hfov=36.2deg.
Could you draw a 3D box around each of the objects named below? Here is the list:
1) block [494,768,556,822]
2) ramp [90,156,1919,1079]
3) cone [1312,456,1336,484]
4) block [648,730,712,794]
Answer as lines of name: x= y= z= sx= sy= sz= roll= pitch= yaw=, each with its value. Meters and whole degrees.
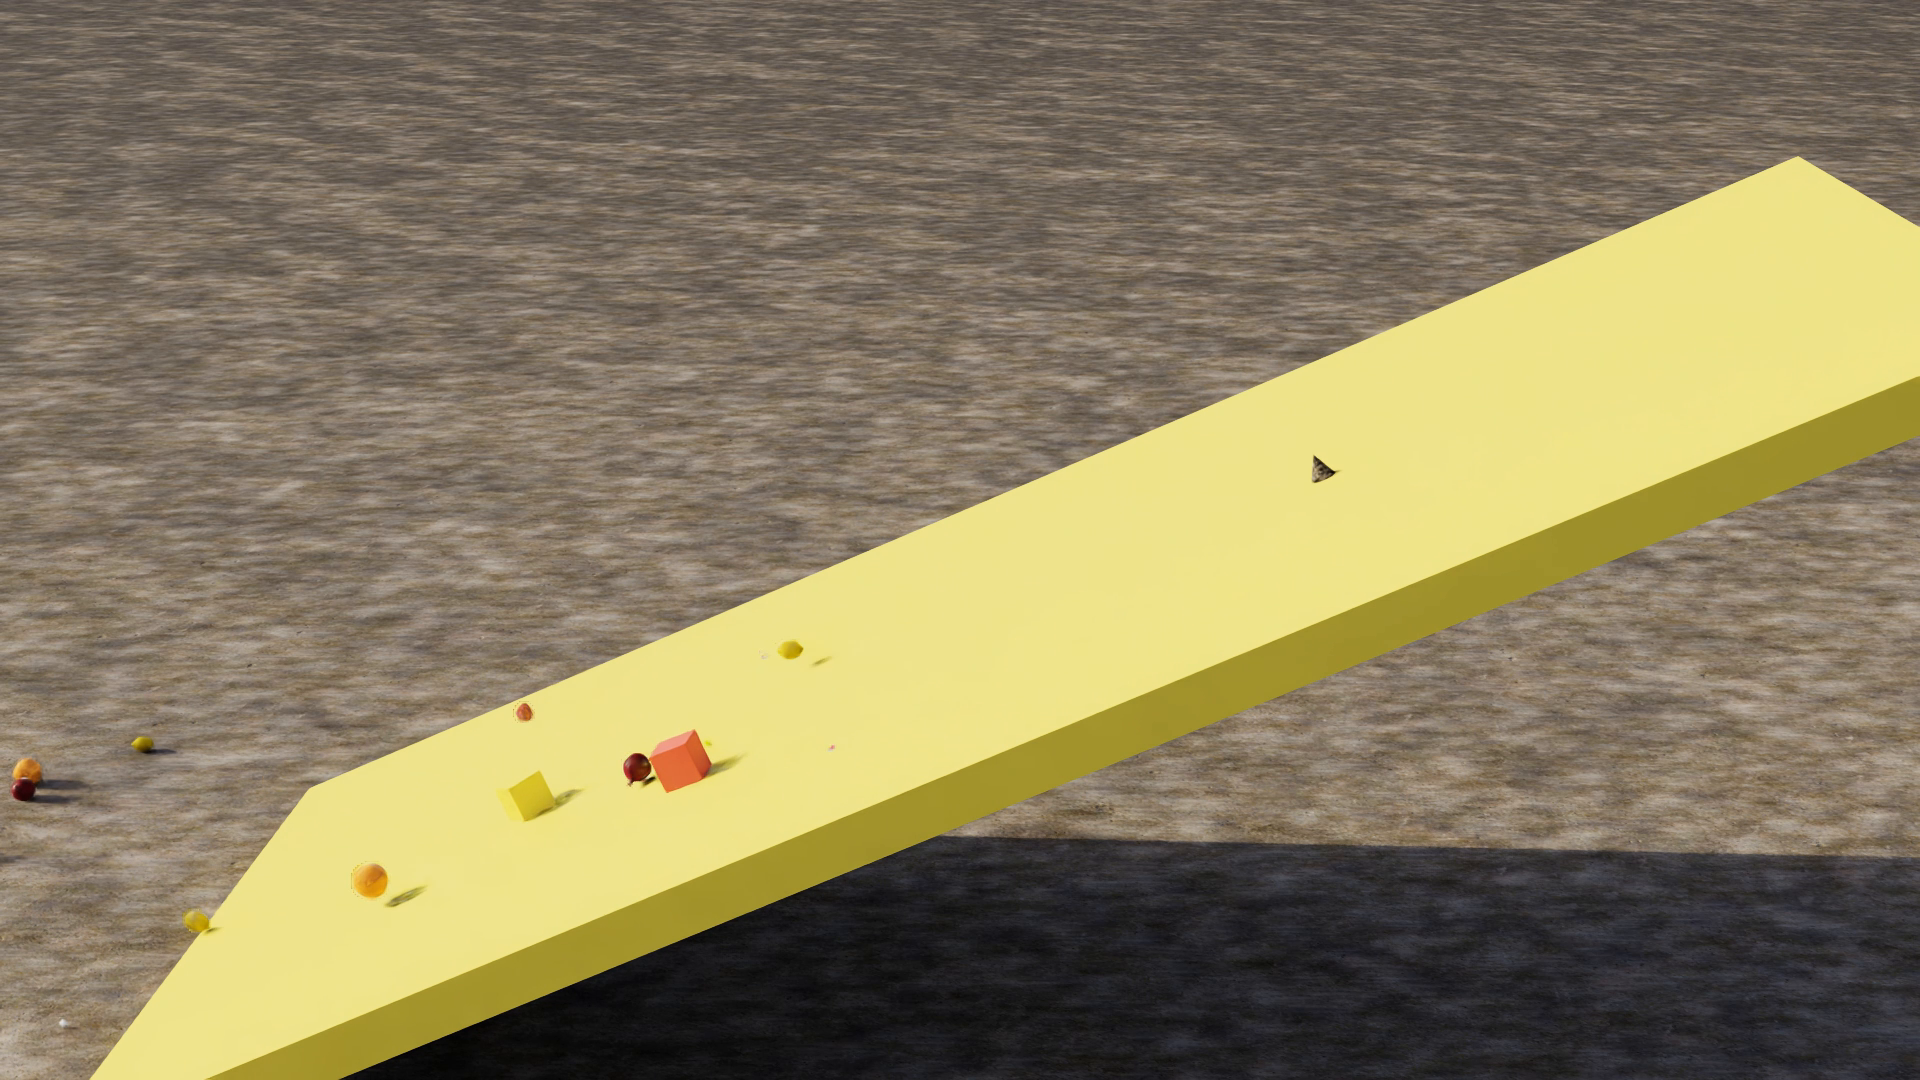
block: x=-0.937 y=0.550 z=6.331 sx=0.083 sy=0.083 sz=0.083 roll=-32 pitch=15 yaw=-29
ramp: x=0.132 y=0.170 z=6.284 sx=4.000 sy=0.100 sz=2.000 roll=-23 pitch=13 yaw=8
cone: x=0.743 y=-0.154 z=6.101 sx=0.053 sy=0.053 sz=0.053 roll=-24 pitch=13 yaw=6
block: x=-0.574 y=0.454 z=6.037 sx=0.085 sy=0.085 sz=0.085 roll=-21 pitch=13 yaw=15
